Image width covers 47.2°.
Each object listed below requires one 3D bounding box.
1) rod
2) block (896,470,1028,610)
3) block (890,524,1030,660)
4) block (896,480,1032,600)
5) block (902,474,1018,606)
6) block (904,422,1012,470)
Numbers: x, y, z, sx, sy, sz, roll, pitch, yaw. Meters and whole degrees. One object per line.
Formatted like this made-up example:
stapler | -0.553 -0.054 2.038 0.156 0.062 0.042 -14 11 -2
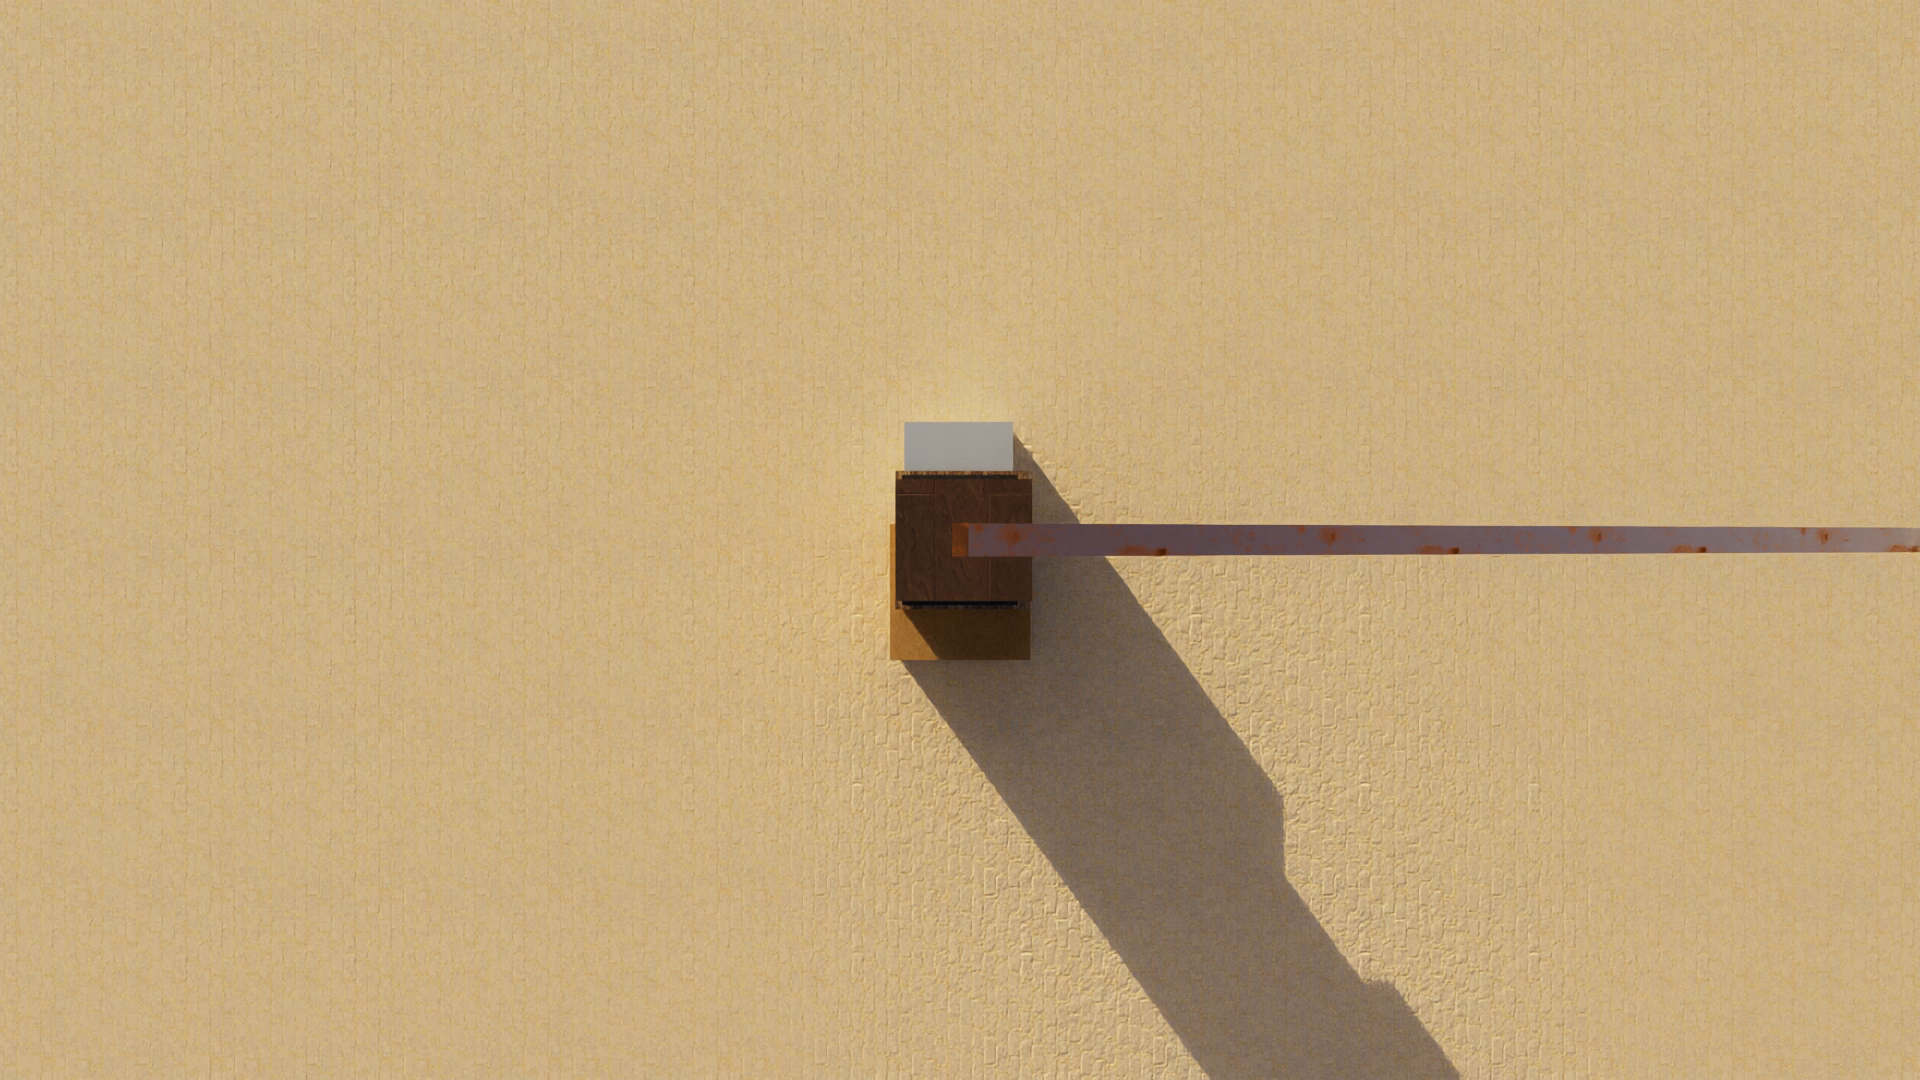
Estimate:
rod | 2.234 0.000 6.652 5.200 0.080 0.080 0 90 -31
block | 0.010 0.000 11.809 0.695 0.699 0.721 0 90 0
block | 0.001 0.288 12.579 0.778 0.841 0.752 0 90 0
block | 0.018 0.000 10.490 0.635 0.575 0.566 0 90 0
block | -0.001 0.000 11.119 0.567 0.682 0.638 0 90 0
block | -0.007 -0.381 12.689 0.610 0.623 0.566 0 90 0
